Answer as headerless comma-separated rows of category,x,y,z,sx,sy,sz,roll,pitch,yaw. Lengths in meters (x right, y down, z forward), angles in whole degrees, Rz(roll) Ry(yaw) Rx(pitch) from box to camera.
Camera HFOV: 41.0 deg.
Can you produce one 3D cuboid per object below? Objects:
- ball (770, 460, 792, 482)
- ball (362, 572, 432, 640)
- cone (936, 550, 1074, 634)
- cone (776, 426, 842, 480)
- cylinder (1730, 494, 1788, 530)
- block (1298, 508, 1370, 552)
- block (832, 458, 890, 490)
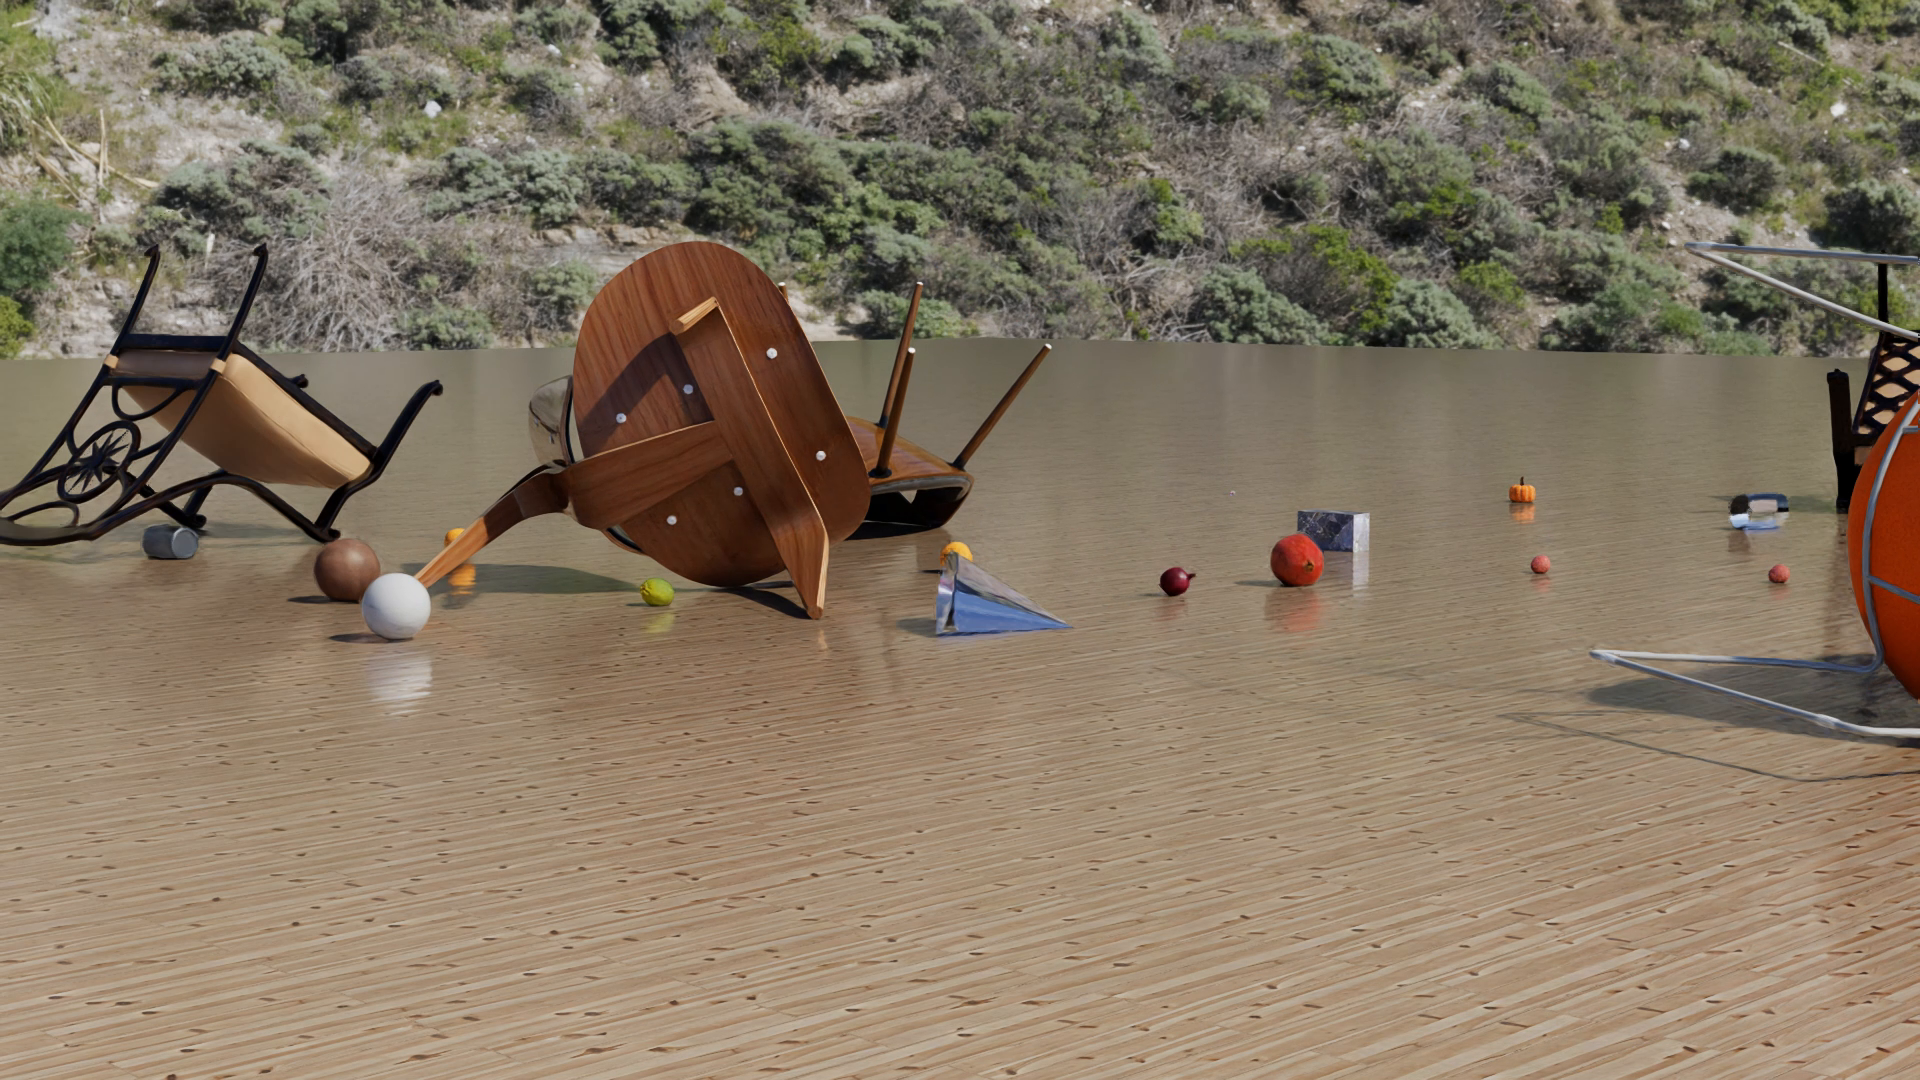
ball,-0.572,-0.220,8.184,0.074,0.074,0.074,0,6,0
ball,-1.019,0.121,4.638,0.124,0.124,0.124,0,6,0
cone,0.094,0.130,4.793,0.254,0.123,0.243,16,28,-9
cone,-0.492,-0.246,8.384,0.213,0.198,0.170,1,-24,-3
cylinder,2.086,-0.075,6.695,0.124,0.093,0.080,-3,28,-24
block,0.902,-0.023,6.201,0.159,0.090,0.071,5,8,40
block,-0.306,-0.207,7.998,0.141,0.088,0.119,-4,7,-31
